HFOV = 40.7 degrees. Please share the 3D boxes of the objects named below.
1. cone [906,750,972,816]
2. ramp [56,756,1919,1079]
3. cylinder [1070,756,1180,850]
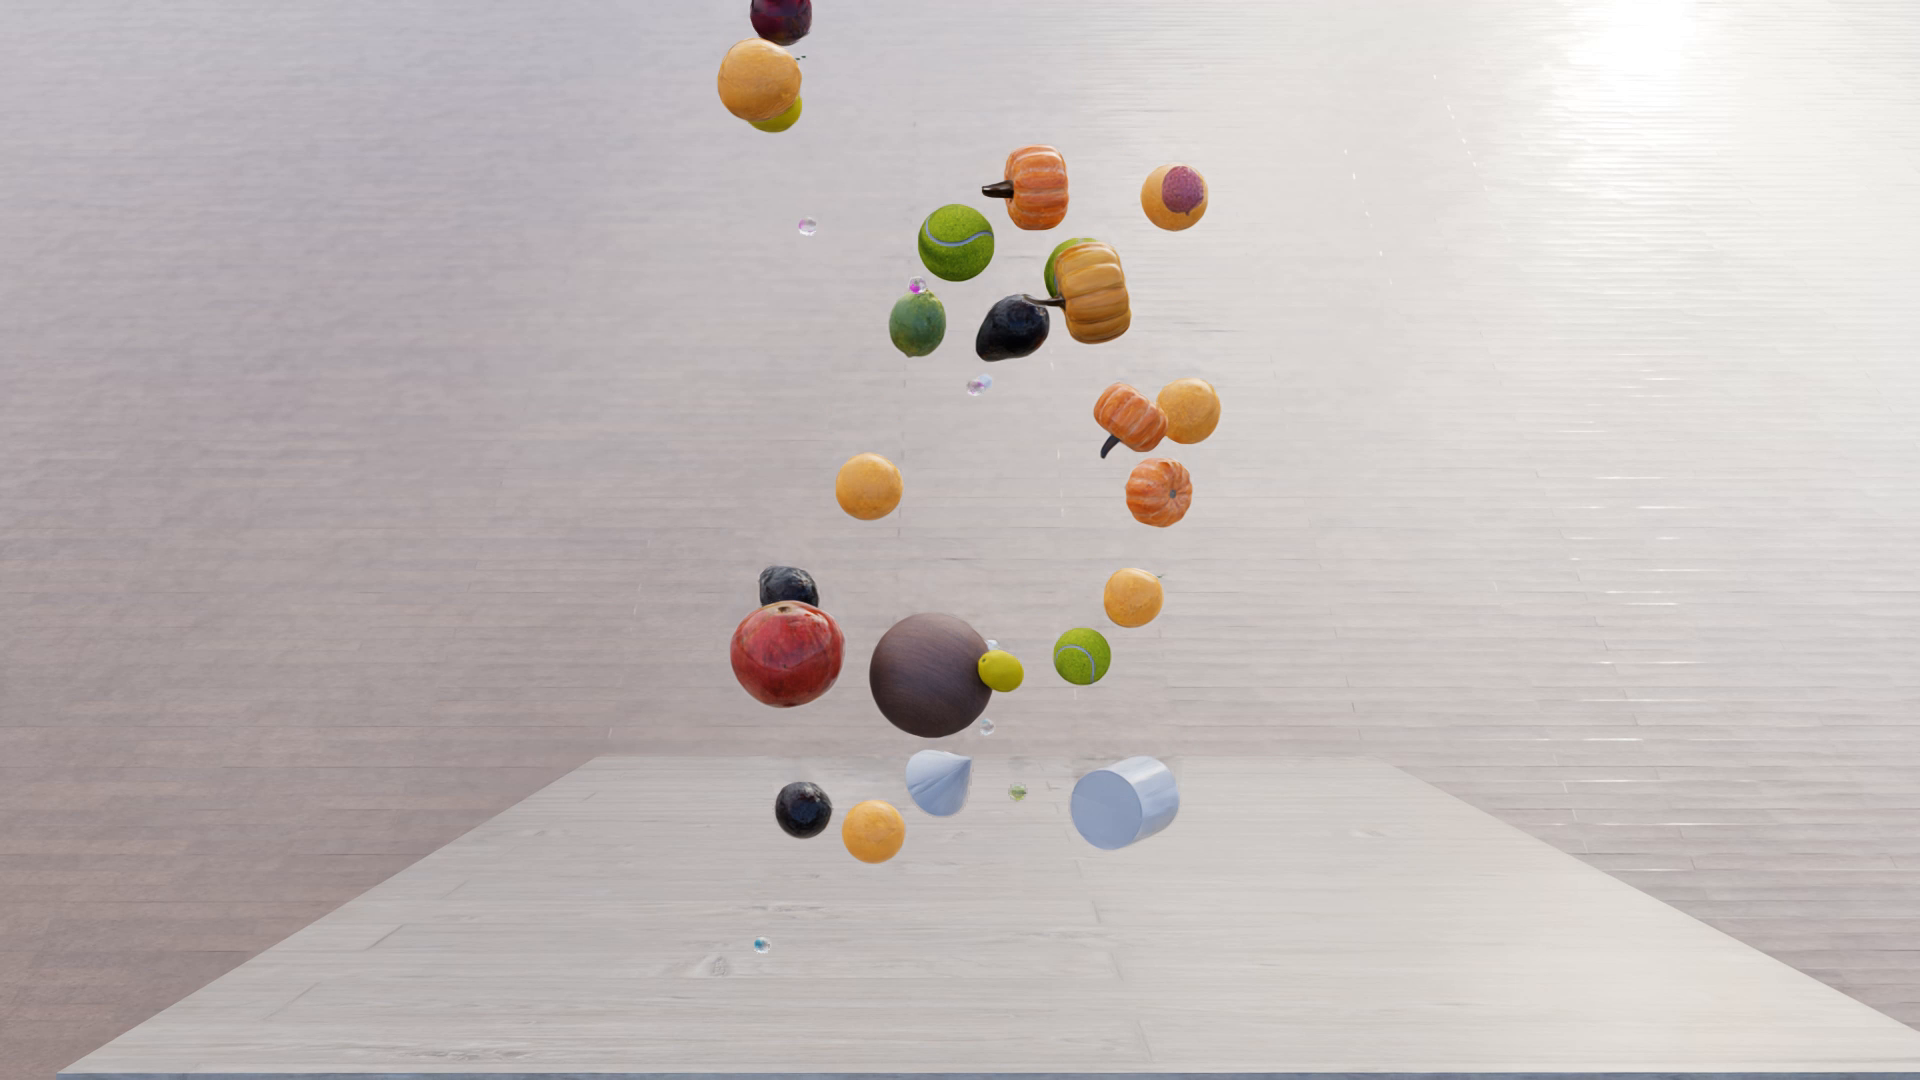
[{"bbox_3d":[-0.006,0.249,2.794,0.078,0.078,0.078,15,58,-26],"label":"cone"},{"bbox_3d":[0.068,0.603,4.666,2.000,0.100,4.000,0,0,0],"label":"ramp"},{"bbox_3d":[0.185,0.294,2.900,0.090,0.090,0.090,19,15,29],"label":"cylinder"}]
